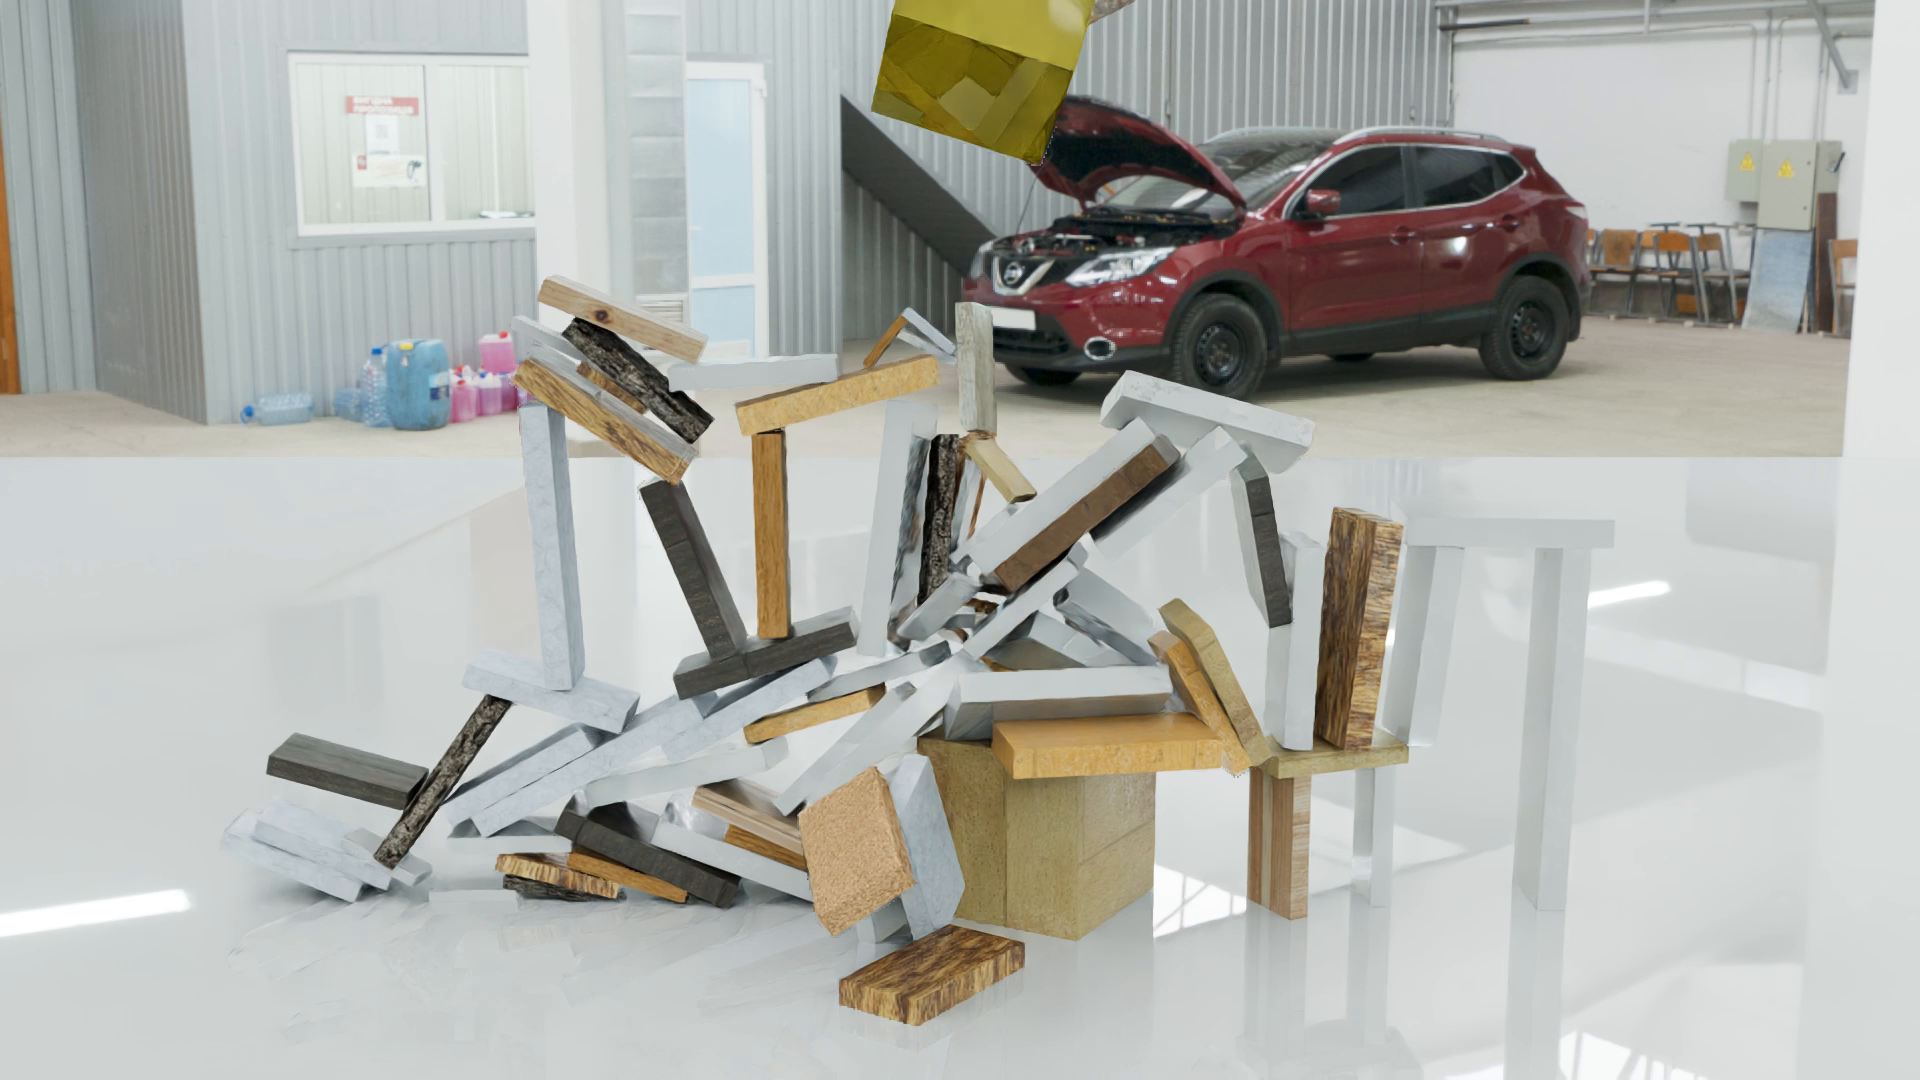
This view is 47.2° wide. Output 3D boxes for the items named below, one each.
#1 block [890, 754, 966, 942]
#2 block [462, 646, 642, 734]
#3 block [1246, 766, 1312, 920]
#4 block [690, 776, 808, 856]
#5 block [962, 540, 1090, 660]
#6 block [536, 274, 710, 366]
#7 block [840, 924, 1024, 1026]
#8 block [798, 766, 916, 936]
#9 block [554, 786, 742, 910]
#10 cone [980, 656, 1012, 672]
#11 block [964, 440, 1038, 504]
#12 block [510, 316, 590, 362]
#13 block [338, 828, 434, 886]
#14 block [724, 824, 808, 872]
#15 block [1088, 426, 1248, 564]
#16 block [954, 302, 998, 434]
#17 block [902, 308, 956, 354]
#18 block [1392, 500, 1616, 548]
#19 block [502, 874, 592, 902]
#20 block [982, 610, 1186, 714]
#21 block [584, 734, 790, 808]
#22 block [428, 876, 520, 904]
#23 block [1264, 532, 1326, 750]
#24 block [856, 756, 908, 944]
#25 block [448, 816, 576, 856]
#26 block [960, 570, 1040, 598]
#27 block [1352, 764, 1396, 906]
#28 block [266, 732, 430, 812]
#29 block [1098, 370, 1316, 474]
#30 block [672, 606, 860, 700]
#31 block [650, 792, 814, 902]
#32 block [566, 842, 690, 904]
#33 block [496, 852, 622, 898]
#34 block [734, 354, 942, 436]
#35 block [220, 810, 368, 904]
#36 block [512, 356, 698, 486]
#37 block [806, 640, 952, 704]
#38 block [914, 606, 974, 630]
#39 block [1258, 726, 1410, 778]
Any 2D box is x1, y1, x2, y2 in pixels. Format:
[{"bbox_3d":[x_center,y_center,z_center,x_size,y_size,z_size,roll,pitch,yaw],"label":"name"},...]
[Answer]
[{"bbox_3d":[-0.058,0.482,3.393,0.039,0.278,0.139,0,37,21],"label":"block"},{"bbox_3d":[-0.669,0.246,3.613,0.268,0.038,0.134,17,10,-1],"label":"block"},{"bbox_3d":[0.519,0.483,3.582,0.034,0.241,0.121,-6,12,-27],"label":"block"},{"bbox_3d":[-0.300,0.458,3.623,0.260,0.037,0.130,22,11,12],"label":"block"},{"bbox_3d":[0.105,0.095,3.476,0.224,0.032,0.112,-41,3,19],"label":"block"},{"bbox_3d":[-0.533,-0.352,3.495,0.265,0.037,0.132,22,8,-6],"label":"block"},{"bbox_3d":[-0.039,0.644,3.270,0.139,0.039,0.278,7,13,34],"label":"block"},{"bbox_3d":[-0.154,0.448,3.198,0.139,0.039,0.278,-33,26,6],"label":"block"},{"bbox_3d":[-0.509,0.506,3.656,0.310,0.044,0.155,24,10,-3],"label":"block"},{"bbox_3d":[0.107,0.244,3.947,0.191,0.191,0.191,26,13,3],"label":"cone"},{"bbox_3d":[0.066,-0.111,3.527,0.062,0.017,0.123,-10,54,-51],"label":"block"},{"bbox_3d":[-0.651,-0.322,3.507,0.127,0.018,0.063,26,8,-3],"label":"block"},{"bbox_3d":[-0.954,0.527,3.661,0.142,0.020,0.071,27,10,7],"label":"block"},{"bbox_3d":[-0.256,0.508,3.658,0.260,0.037,0.130,20,10,-2],"label":"block"},{"bbox_3d":[0.318,-0.071,3.397,0.263,0.037,0.131,-38,10,5],"label":"block"},{"bbox_3d":[0.026,-0.278,3.561,0.029,0.204,0.102,-3,-1,19],"label":"block"},{"bbox_3d":[-0.048,-0.334,3.522,0.101,0.014,0.050,40,7,1],"label":"block"},{"bbox_3d":[0.874,-0.026,3.560,0.326,0.046,0.163,1,11,3],"label":"block"},{"bbox_3d":[-0.682,0.569,3.661,0.142,0.020,0.071,9,10,-2],"label":"block"},{"bbox_3d":[0.210,0.220,3.626,0.335,0.047,0.167,28,-24,-23],"label":"block"},{"bbox_3d":[-0.452,0.380,3.652,0.310,0.044,0.155,-13,2,10],"label":"block"},{"bbox_3d":[-0.807,0.581,3.661,0.142,0.020,0.071,-1,11,-4],"label":"block"},{"bbox_3d":[0.541,0.160,3.565,0.046,0.326,0.163,2,9,-4],"label":"block"},{"bbox_3d":[-0.122,0.487,3.452,0.037,0.260,0.130,8,25,39],"label":"block"},{"bbox_3d":[-0.738,0.490,3.652,0.203,0.029,0.101,-2,11,1],"label":"block"},{"bbox_3d":[0.054,0.055,3.654,0.156,0.022,0.078,12,41,31],"label":"block"},{"bbox_3d":[0.685,0.471,3.644,0.034,0.241,0.121,-1,11,-4],"label":"block"},{"bbox_3d":[-1.011,0.383,3.638,0.235,0.033,0.117,15,14,0],"label":"block"},{"bbox_3d":[0.399,-0.190,3.582,0.318,0.045,0.159,15,-17,-6],"label":"block"},{"bbox_3d":[-0.313,0.183,3.587,0.297,0.042,0.148,-17,8,2],"label":"block"},{"bbox_3d":[-0.350,0.515,3.668,0.310,0.044,0.155,20,10,-2],"label":"block"},{"bbox_3d":[-0.543,0.545,3.658,0.203,0.029,0.101,17,10,0],"label":"block"},{"bbox_3d":[-0.662,0.543,3.660,0.203,0.029,0.101,14,10,-3],"label":"block"},{"bbox_3d":[-0.200,-0.235,3.543,0.324,0.046,0.162,-15,8,-5],"label":"block"},{"bbox_3d":[-1.100,0.527,3.667,0.235,0.033,0.117,23,10,-5],"label":"block"},{"bbox_3d":[-0.565,-0.197,3.526,0.302,0.043,0.151,33,8,-6],"label":"block"},{"bbox_3d":[-0.133,0.217,3.604,0.221,0.031,0.111,-18,0,26],"label":"block"},{"bbox_3d":[-0.025,0.124,3.521,0.095,0.014,0.048,1,-33,2],"label":"block"},{"bbox_3d":[0.595,0.343,3.581,0.241,0.034,0.121,-4,12,-21],"label":"block"}]
